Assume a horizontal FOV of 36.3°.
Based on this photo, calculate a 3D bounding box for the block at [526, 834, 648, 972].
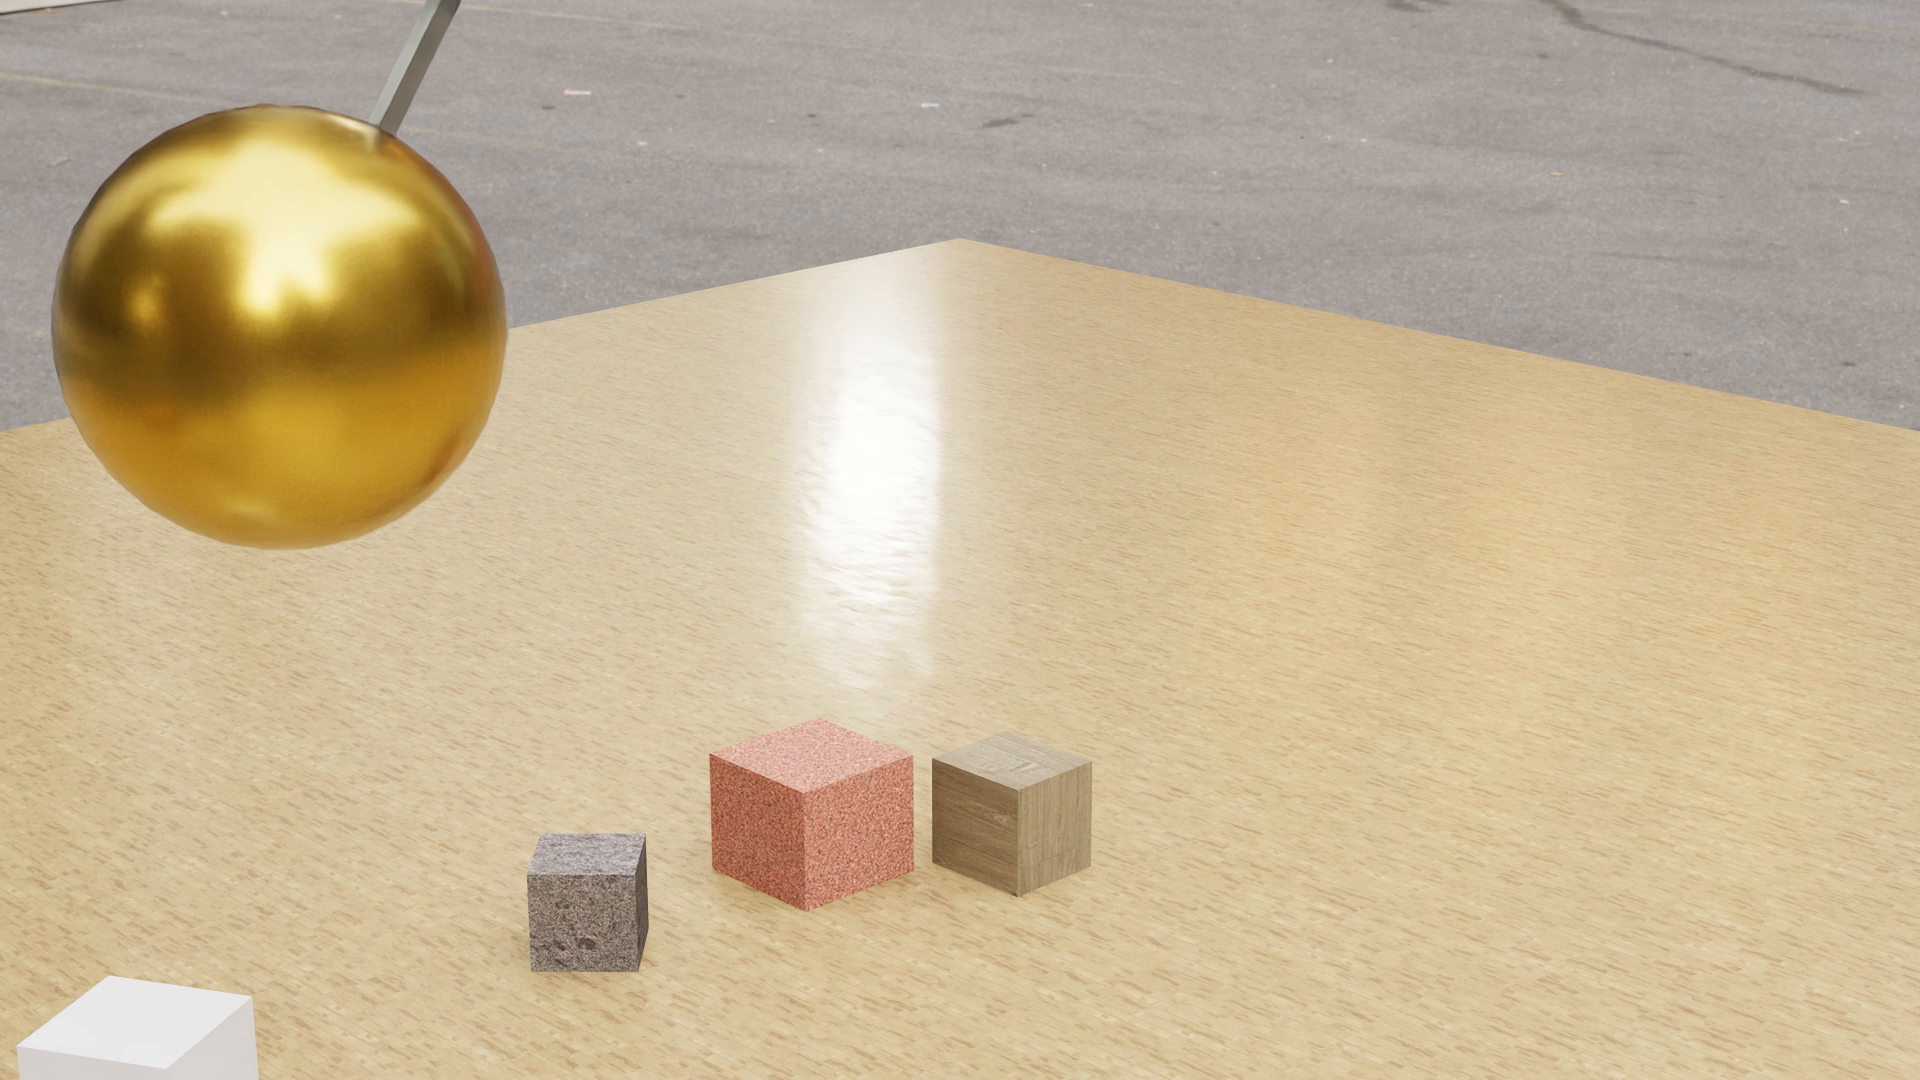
[{"bbox_3d":[-1.598,1.559,12.633,0.457,0.450,0.440,0,17,0],"label":"block"}]

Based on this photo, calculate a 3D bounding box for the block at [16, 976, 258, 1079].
[{"bbox_3d":[-3.048,2.041,10.932,0.616,0.550,0.606,5,18,16],"label":"block"}]

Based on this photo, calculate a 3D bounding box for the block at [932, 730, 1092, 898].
[{"bbox_3d":[0.238,1.253,13.489,0.489,0.521,0.547,-17,24,-42],"label":"block"}]

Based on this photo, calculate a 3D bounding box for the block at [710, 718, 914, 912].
[{"bbox_3d":[-0.677,1.247,13.424,0.658,0.572,0.658,-16,23,-41],"label":"block"}]

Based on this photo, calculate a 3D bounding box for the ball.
[{"bbox_3d":[-2.436,-0.762,10.549,1.600,1.600,1.600,0,17,0],"label":"ball"}]

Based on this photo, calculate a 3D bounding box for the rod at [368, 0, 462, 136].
[{"bbox_3d":[-1.056,-3.832,11.031,0.080,5.200,0.080,17,-11,42],"label":"rod"}]
